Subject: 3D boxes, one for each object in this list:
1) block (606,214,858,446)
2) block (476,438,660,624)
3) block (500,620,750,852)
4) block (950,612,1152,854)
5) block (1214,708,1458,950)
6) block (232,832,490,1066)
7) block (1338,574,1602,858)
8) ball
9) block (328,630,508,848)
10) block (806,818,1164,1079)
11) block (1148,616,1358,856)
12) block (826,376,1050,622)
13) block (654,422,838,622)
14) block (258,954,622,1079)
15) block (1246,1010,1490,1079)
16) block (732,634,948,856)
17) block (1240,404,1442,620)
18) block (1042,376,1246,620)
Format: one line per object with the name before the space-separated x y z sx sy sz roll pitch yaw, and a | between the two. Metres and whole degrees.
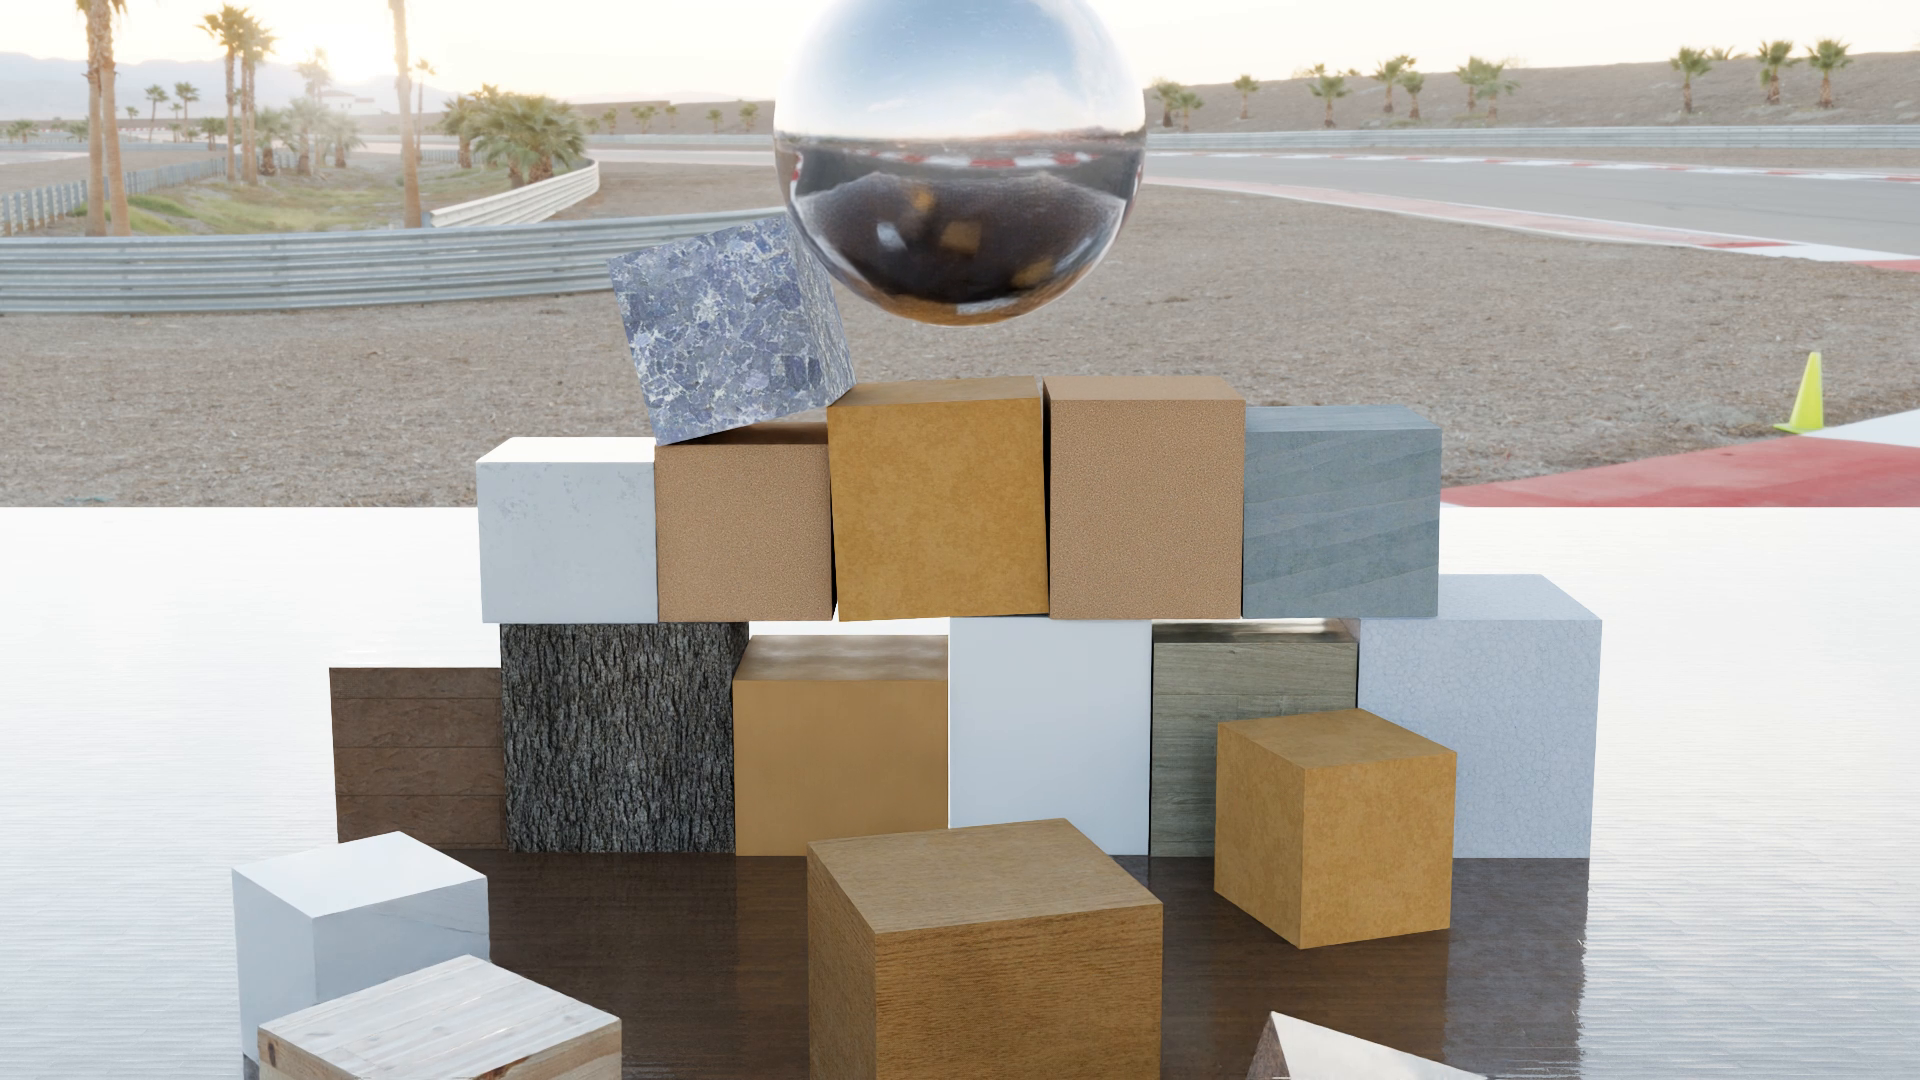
block | -1.110 -1.073 10.915 0.873 0.926 0.876 -13 9 8
block | -1.916 -0.064 11.158 0.860 0.802 0.884 0 10 0
block | -1.692 0.902 11.345 1.133 1.166 0.949 0 10 0
block | 0.443 0.882 11.351 0.988 1.204 1.032 0 10 0
block | 1.709 1.303 10.108 0.766 0.820 0.828 -4 11 -20
block | -2.295 1.637 8.454 0.697 0.754 0.732 -9 13 -39
block | 2.535 0.879 11.358 1.174 1.207 1.154 0 10 0
ball | 0.000 -1.715 9.417 1.600 1.600 1.600 0 10 0
block | -2.695 1.013 11.375 0.854 0.937 0.854 0 10 0
block | 0.062 1.642 7.827 1.002 0.969 0.993 -3 11 -17
block | 1.442 0.942 11.346 0.991 1.087 1.068 0 10 0
block | -0.103 -0.232 11.156 1.030 1.059 1.008 -3 10 0
block | -1.057 -0.108 11.179 0.852 0.877 0.874 0 10 0
block | -1.605 1.885 6.840 0.766 0.822 0.789 11 15 39
block | 1.202 1.940 6.098 0.881 0.762 0.821 18 11 -2
block | -0.588 1.038 11.355 1.053 0.896 1.018 0 10 0
block | 1.849 -0.162 11.143 0.951 0.921 0.995 -1 10 0
block | 0.901 -0.239 11.144 0.929 1.075 1.088 0 10 0
